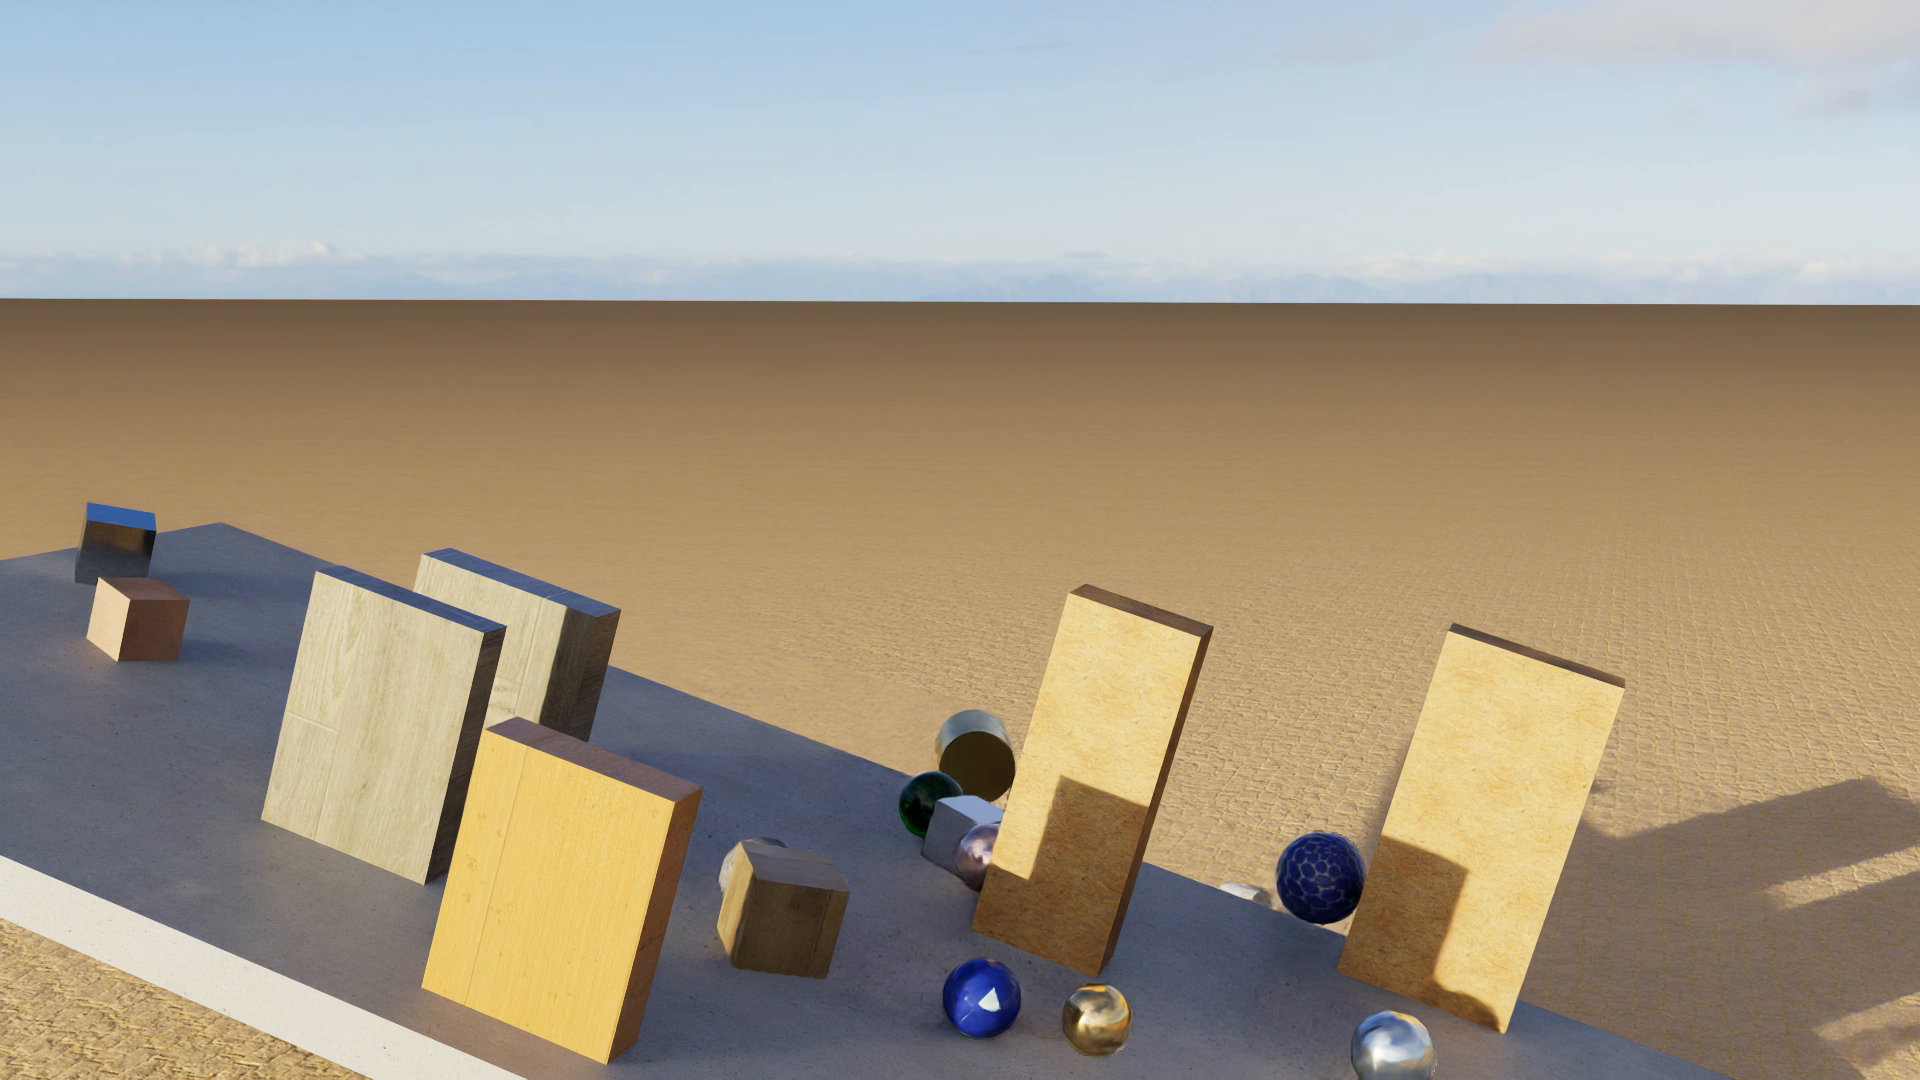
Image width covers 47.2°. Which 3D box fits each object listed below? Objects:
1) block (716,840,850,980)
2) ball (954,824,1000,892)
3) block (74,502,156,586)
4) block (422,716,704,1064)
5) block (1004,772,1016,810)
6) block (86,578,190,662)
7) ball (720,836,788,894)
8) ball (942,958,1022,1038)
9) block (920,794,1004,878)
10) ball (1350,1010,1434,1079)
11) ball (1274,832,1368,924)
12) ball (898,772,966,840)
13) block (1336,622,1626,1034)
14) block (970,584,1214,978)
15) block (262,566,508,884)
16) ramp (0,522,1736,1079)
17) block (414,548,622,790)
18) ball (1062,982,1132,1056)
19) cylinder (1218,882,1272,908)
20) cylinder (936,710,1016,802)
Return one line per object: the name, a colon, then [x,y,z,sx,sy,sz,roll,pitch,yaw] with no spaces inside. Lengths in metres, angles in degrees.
block: [-0.320,0.665,3.954,0.171,0.171,0.171,12,12,-20]
ball: [0.061,0.655,4.524,0.145,0.145,0.145,0,7,0]
block: [-1.914,0.017,4.982,0.147,0.147,0.147,11,12,-24]
block: [-0.623,0.544,3.439,0.333,0.439,0.107,19,12,14]
block: [0.179,0.596,5.115,0.113,0.113,0.113,18,11,12]
block: [-1.710,0.164,4.578,0.134,0.134,0.134,25,14,38]
ball: [-0.373,0.629,4.103,0.151,0.151,0.151,0,7,0]
ball: [0.039,0.803,3.855,0.139,0.139,0.139,0,7,0]
block: [0.021,0.632,4.680,0.129,0.129,0.129,24,14,37]
ball: [0.807,0.958,4.107,0.156,0.156,0.156,0,7,0]
ball: [0.794,0.744,4.836,0.202,0.202,0.202,0,7,0]
ball: [-0.059,0.578,4.785,0.149,0.149,0.149,0,7,0]
block: [1.091,0.603,4.624,0.367,0.774,0.122,19,12,14]
block: [0.257,0.469,4.307,0.267,0.708,0.137,19,12,14]
block: [-1.019,0.324,3.881,0.339,0.471,0.081,19,12,14]
ramp: [-0.376,0.733,4.239,4.000,0.100,2.000,19,12,14]
block: [-0.914,0.283,4.343,0.390,0.426,0.108,19,12,14]
ball: [0.244,0.854,3.922,0.126,0.126,0.126,0,7,0]
cylinder: [0.803,1.041,6.241,0.118,0.118,0.118,8,10,43]
cylinder: [0.035,0.509,5.168,0.178,0.178,0.178,0,12,-3]
